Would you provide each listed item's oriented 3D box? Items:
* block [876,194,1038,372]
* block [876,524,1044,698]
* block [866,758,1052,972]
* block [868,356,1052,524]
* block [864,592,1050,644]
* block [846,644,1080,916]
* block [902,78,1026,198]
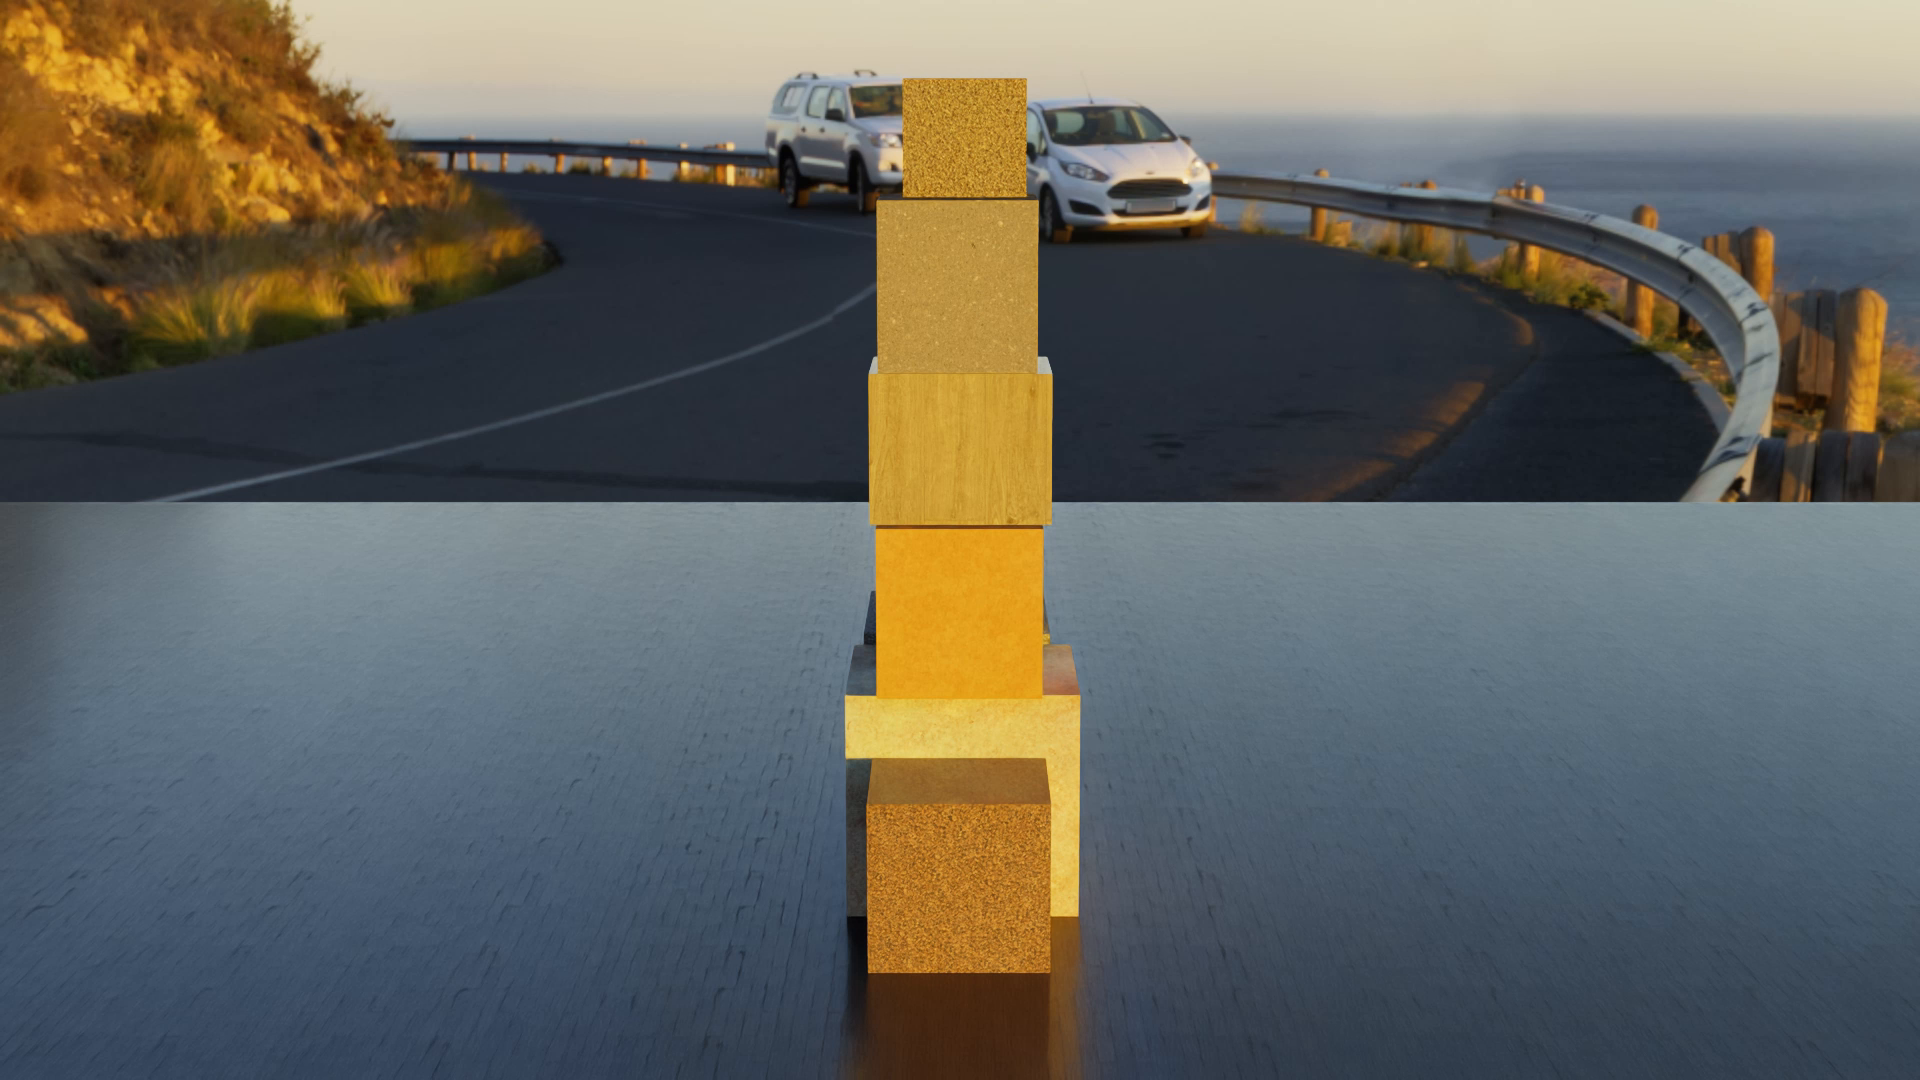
[{"bbox_3d":[-0.010,-1.081,10.726,0.655,0.700,0.598,0,10,0],"label":"block"},{"bbox_3d":[-0.002,0.246,10.861,0.684,0.712,0.672,0,10,0],"label":"block"},{"bbox_3d":[-0.004,1.311,10.422,0.722,0.692,0.682,0,10,0],"label":"block"},{"bbox_3d":[0.002,-0.428,10.833,0.750,0.624,0.652,0,10,0],"label":"block"},{"bbox_3d":[-0.014,0.833,12.176,0.843,1.005,0.982,0,10,0],"label":"block"},{"bbox_3d":[0.011,1.031,11.215,0.978,0.959,0.960,0,10,0],"label":"block"},{"bbox_3d":[0.020,-1.710,10.869,0.512,0.485,0.527,0,10,0],"label":"block"}]
